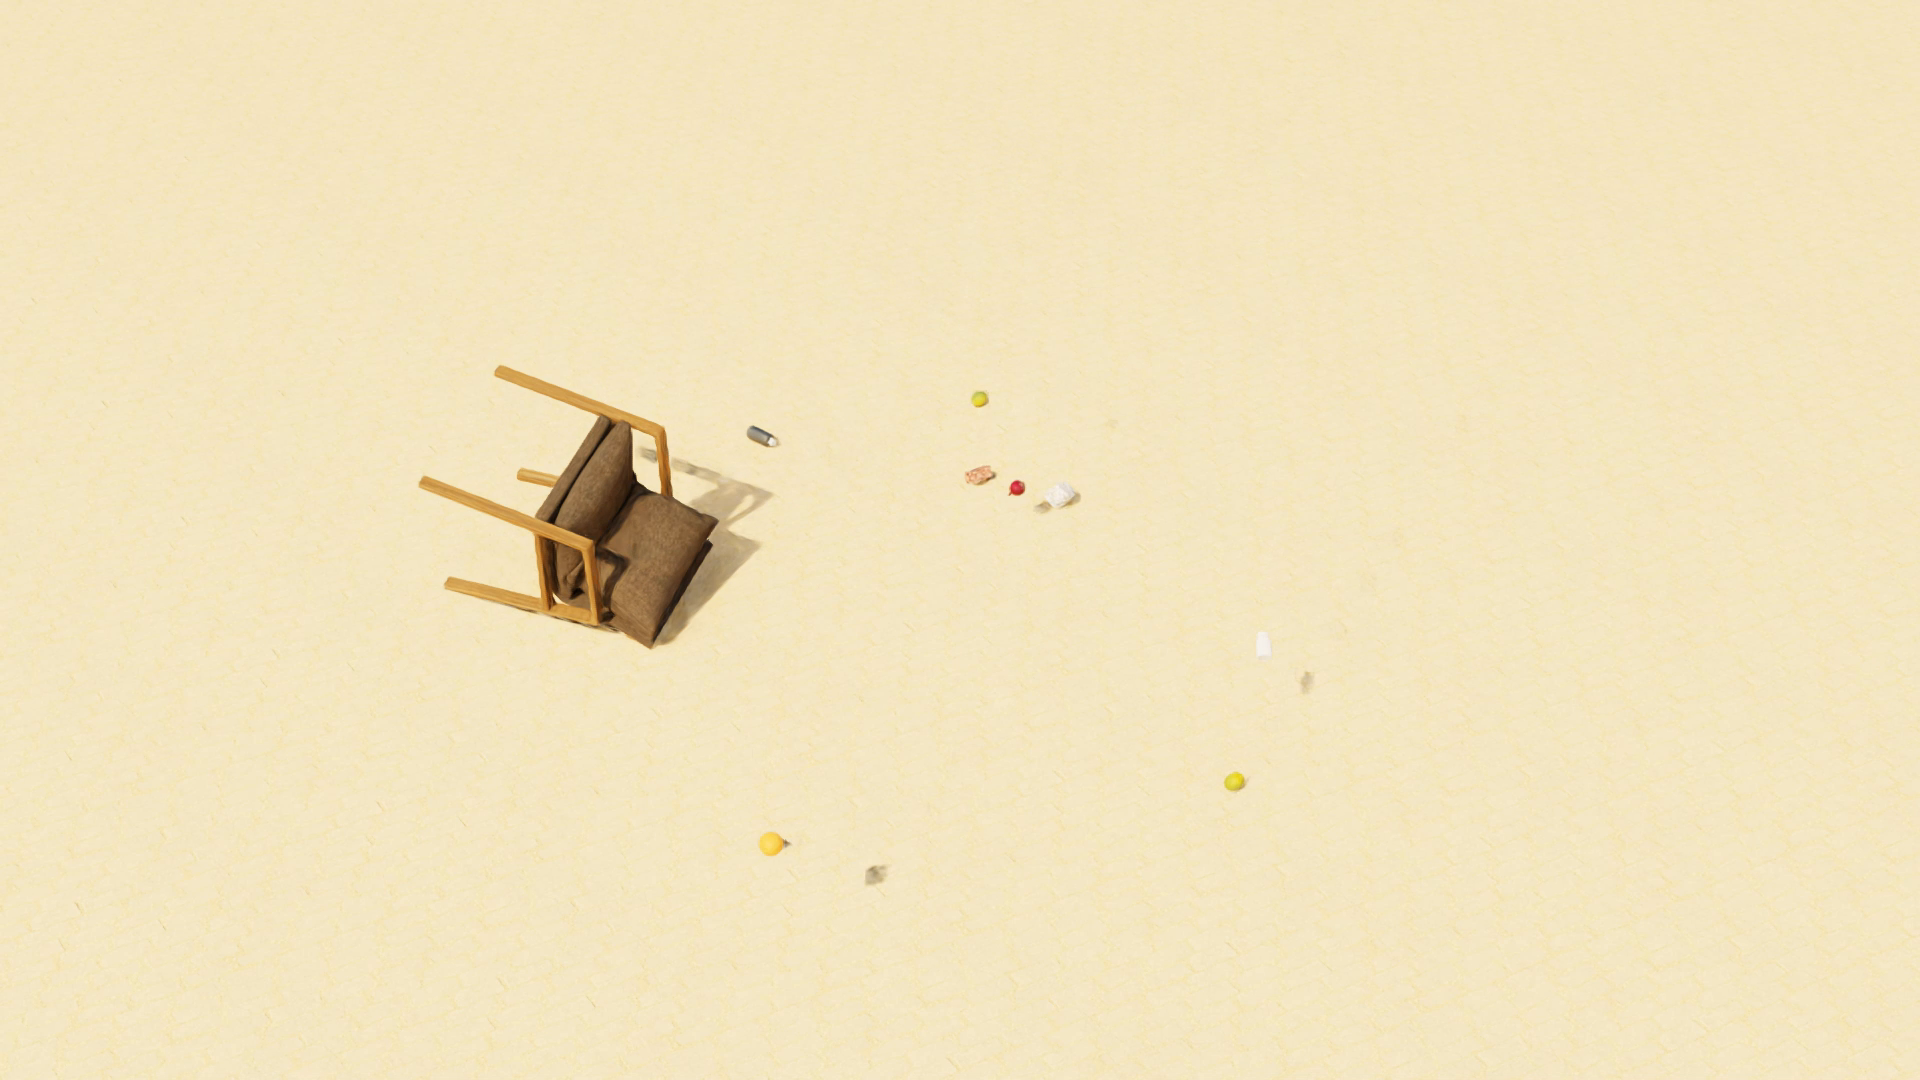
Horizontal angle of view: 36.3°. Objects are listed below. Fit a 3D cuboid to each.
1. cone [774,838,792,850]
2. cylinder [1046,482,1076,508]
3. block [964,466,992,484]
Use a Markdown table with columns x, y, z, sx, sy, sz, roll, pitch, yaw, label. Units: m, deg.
| x | y | z | sx | sy | sz | roll | pitch | yaw | label |
| --- | --- | --- | --- | --- | --- | --- | --- | --- | --- |
| -0.574 | 0.983 | 9.431 | 0.068 | 0.057 | 0.035 | 20 | 77 | -8 | cone |
| 0.379 | -0.172 | 11.097 | 0.082 | 0.078 | 0.068 | 29 | 37 | -29 | cylinder |
| 0.070 | -0.251 | 11.267 | 0.085 | 0.040 | 0.064 | -21 | 12 | -29 | block |
